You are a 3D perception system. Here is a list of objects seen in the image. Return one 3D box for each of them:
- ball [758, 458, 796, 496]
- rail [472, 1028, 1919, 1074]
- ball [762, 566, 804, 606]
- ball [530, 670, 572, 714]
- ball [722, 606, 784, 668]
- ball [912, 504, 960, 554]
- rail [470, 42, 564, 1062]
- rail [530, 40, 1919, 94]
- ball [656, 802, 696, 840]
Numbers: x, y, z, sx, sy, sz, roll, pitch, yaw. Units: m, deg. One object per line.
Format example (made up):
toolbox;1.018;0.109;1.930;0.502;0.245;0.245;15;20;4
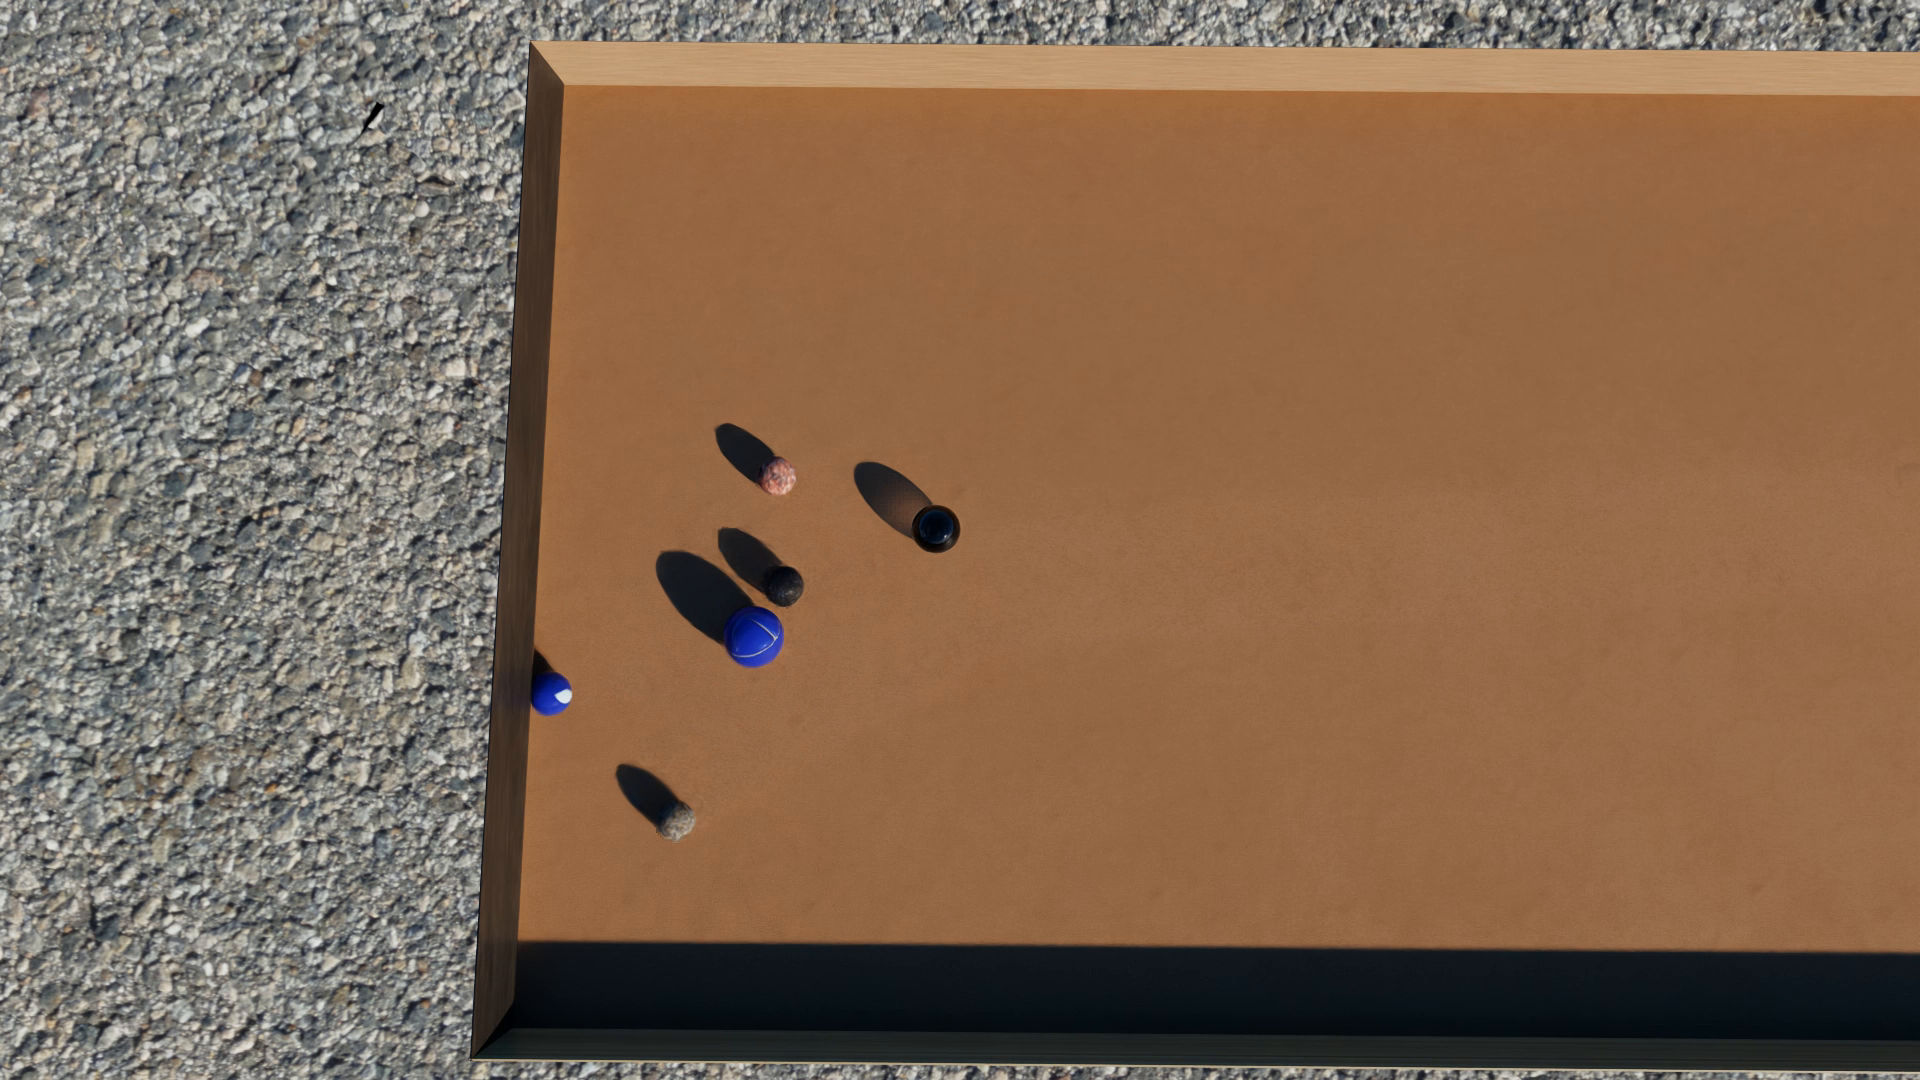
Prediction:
ball;-0.279;-0.097;3.352;0.059;0.059;0.059;0;77;0
rail;0.670;0.728;3.124;2.708;0.119;0.045;0;77;0
ball;-0.266;0.069;3.311;0.062;0.062;0.062;0;77;0
ball;-0.610;0.227;3.272;0.065;0.065;0.065;0;77;0
ball;-0.307;0.144;3.278;0.092;0.092;0.092;0;77;0
ball;-0.036;-0.016;3.325;0.075;0.075;0.075;0;77;0
rail;-0.653;-0.012;3.300;0.045;0.119;1.546;0;77;0
rail;0.683;-0.730;3.470;2.708;0.119;0.045;0;77;0
ball;-0.418;0.413;3.232;0.057;0.057;0.057;0;77;0
